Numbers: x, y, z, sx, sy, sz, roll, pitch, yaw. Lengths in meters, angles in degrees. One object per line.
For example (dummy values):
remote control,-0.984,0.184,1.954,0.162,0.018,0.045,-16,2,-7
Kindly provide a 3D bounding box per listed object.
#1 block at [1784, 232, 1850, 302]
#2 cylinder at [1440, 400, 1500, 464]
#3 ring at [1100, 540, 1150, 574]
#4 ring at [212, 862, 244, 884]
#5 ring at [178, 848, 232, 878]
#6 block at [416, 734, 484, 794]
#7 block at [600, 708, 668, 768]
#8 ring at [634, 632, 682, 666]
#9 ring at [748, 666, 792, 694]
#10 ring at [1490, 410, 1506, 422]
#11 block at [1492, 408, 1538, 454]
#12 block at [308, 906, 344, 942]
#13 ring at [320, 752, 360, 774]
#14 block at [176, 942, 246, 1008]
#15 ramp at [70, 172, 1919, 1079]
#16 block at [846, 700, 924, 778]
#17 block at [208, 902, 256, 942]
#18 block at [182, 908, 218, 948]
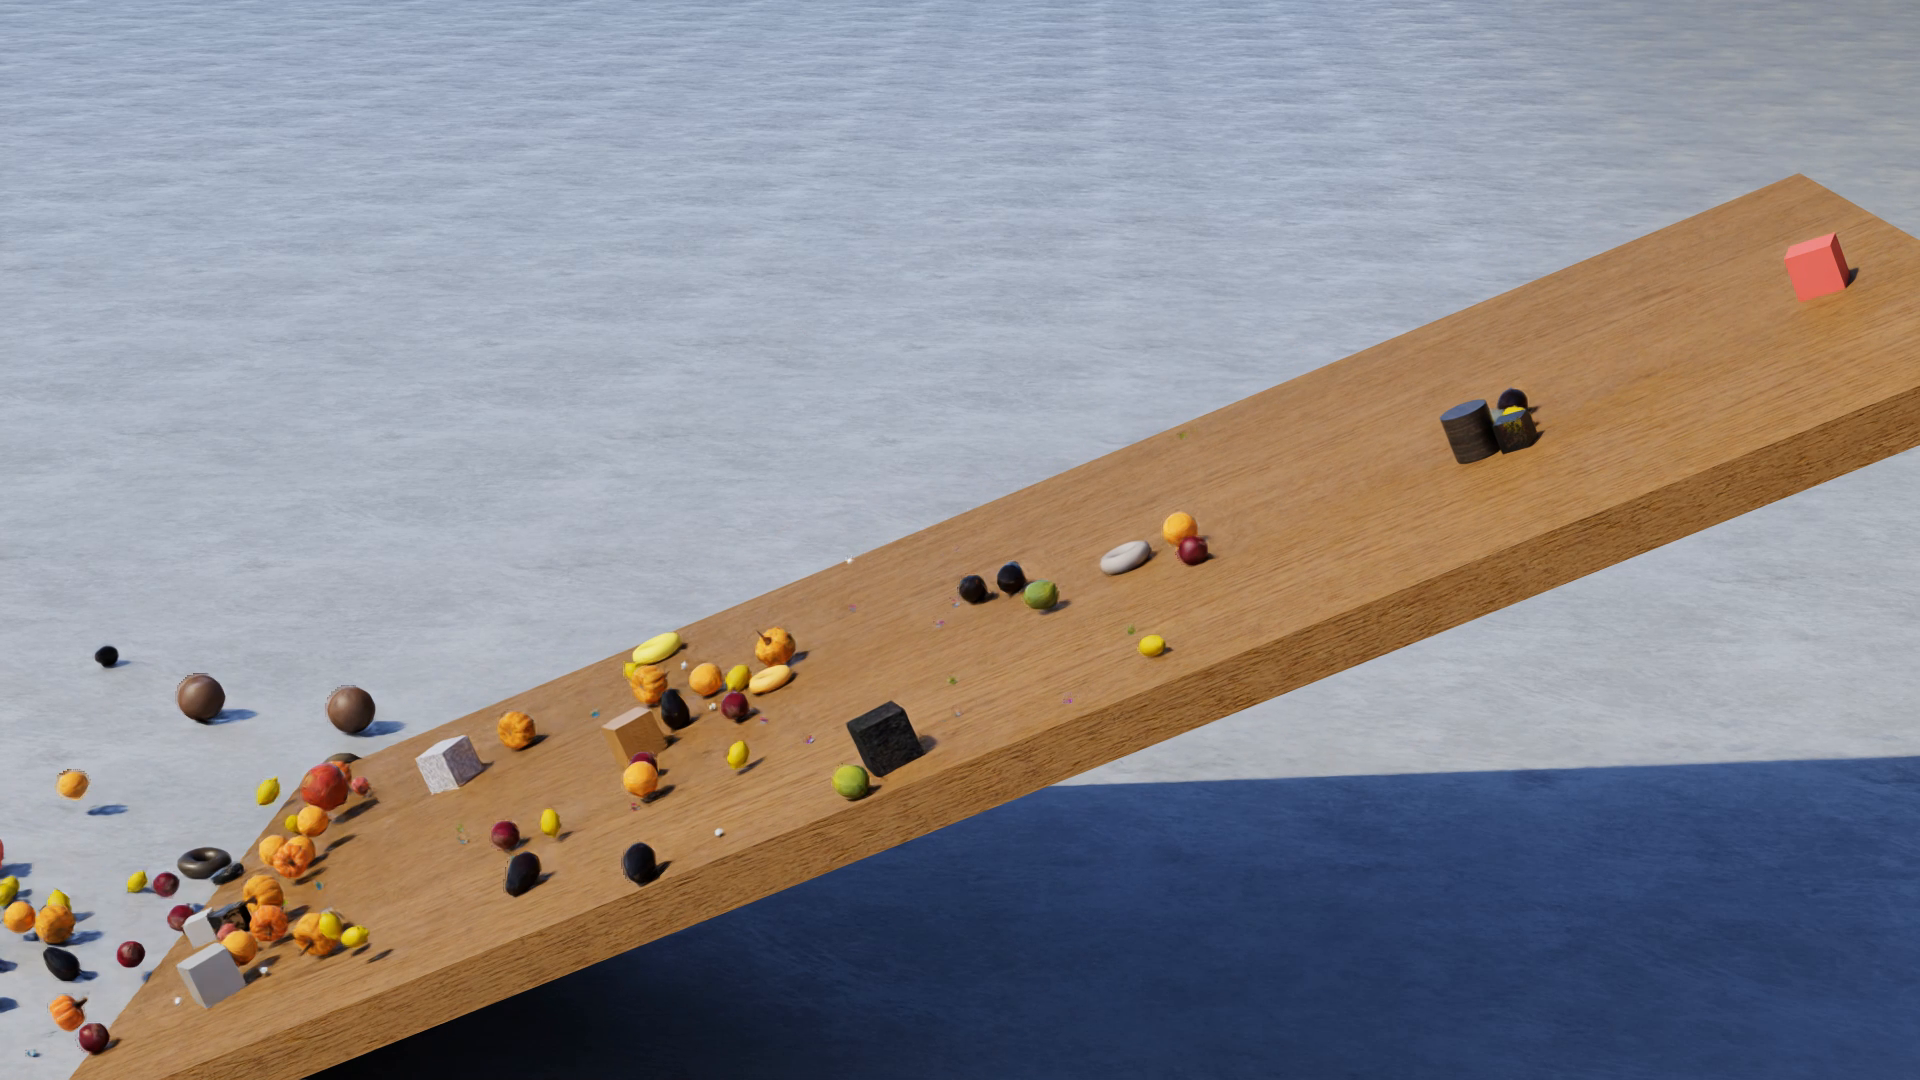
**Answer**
block,1.720,-0.547,5.899,0.094,0.094,0.094,-17,14,28
cylinder,1.011,-0.214,5.810,0.096,0.096,0.096,-23,12,5
ring,0.345,0.037,6.131,0.112,0.037,0.112,-24,12,5
ring,-1.705,0.777,6.845,0.079,0.026,0.079,-24,11,5
ring,-1.838,0.786,7.158,0.129,0.043,0.129,1,17,0
block,-1.179,0.519,6.795,0.093,0.093,0.093,-14,16,37
block,-0.699,0.424,6.310,0.092,0.092,0.092,-29,13,-23
ring,-0.736,0.265,7.154,0.127,0.042,0.127,-24,12,5
ring,-0.414,0.305,6.420,0.101,0.034,0.101,-21,13,5
ring,1.051,-0.229,5.937,0.115,0.038,0.115,-24,9,4
block,1.086,-0.212,5.752,0.060,0.060,0.060,-16,15,31
block,-1.292,0.784,5.999,0.051,0.051,0.051,-27,13,-12
ring,-1.582,0.596,7.547,0.121,0.121,0.040,-3,39,-12
block,-1.506,0.876,5.917,0.090,0.090,0.090,-30,14,-27
ramp,0.129,0.171,6.286,4.000,0.100,2.000,-22,13,8
block,-0.140,0.371,5.490,0.097,0.097,0.097,-26,13,-11
block,-1.566,0.821,6.328,0.060,0.060,0.060,-11,17,44
block,-1.643,0.843,6.385,0.057,0.057,0.057,-23,12,4
